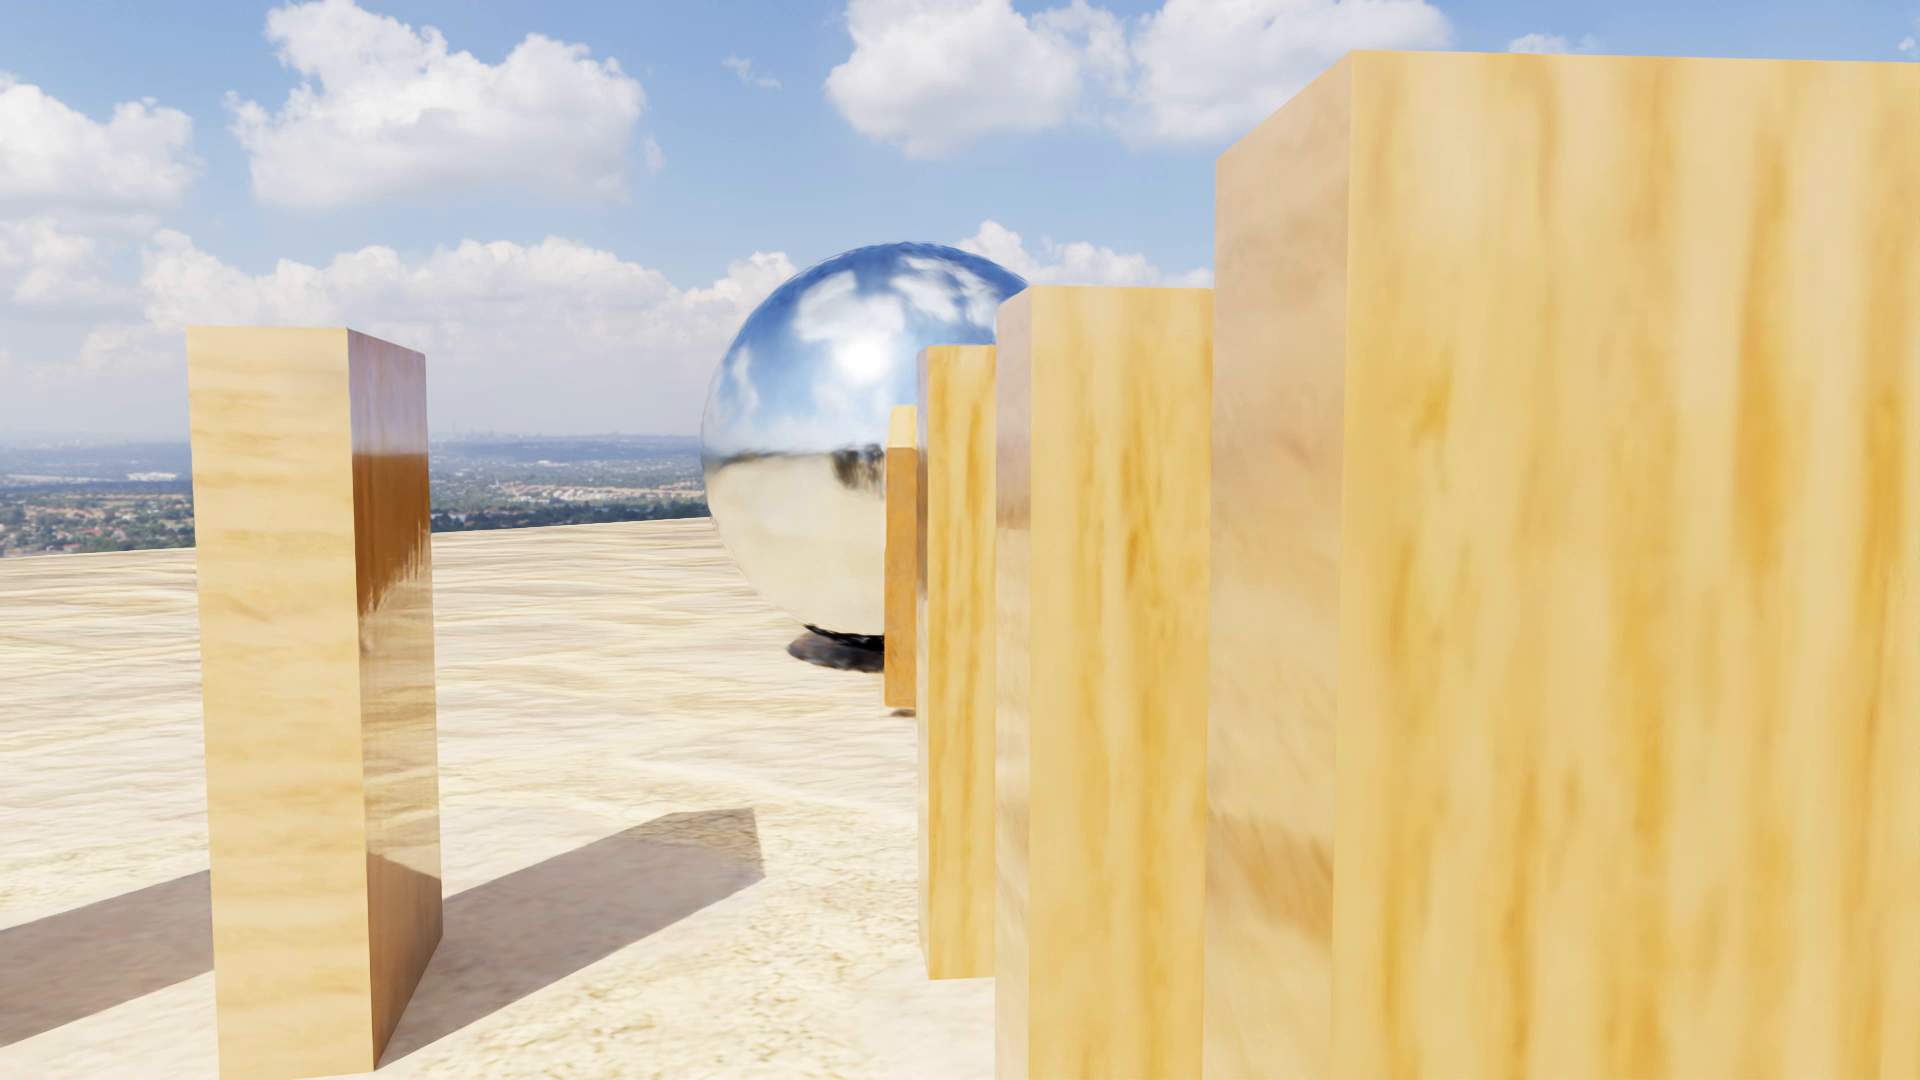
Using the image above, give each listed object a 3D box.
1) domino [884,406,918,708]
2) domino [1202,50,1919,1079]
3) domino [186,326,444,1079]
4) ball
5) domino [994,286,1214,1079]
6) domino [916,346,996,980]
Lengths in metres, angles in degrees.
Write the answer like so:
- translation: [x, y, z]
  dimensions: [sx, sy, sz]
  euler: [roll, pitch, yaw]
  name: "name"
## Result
- translation: [0.002, 0.004, 0.186]
  dimensions: [0.025, 0.050, 0.010]
  euler: [3, 41, 0]
  name: "domino"
- translation: [0.020, 0.015, 0.032]
  dimensions: [0.025, 0.050, 0.009]
  euler: [0, 4, -4]
  name: "domino"
- translation: [-0.047, 0.010, 0.096]
  dimensions: [0.009, 0.050, 0.025]
  euler: [-1, 4, -12]
  name: "domino"
- translation: [-0.010, -0.018, 0.252]
  dimensions: [0.080, 0.080, 0.080]
  euler: [0, 4, 0]
  name: "ball"
- translation: [0.015, 0.012, 0.069]
  dimensions: [0.025, 0.050, 0.009]
  euler: [-1, 4, -8]
  name: "domino"
- translation: [0.009, 0.010, 0.106]
  dimensions: [0.025, 0.050, 0.009]
  euler: [-1, 4, -7]
  name: "domino"
